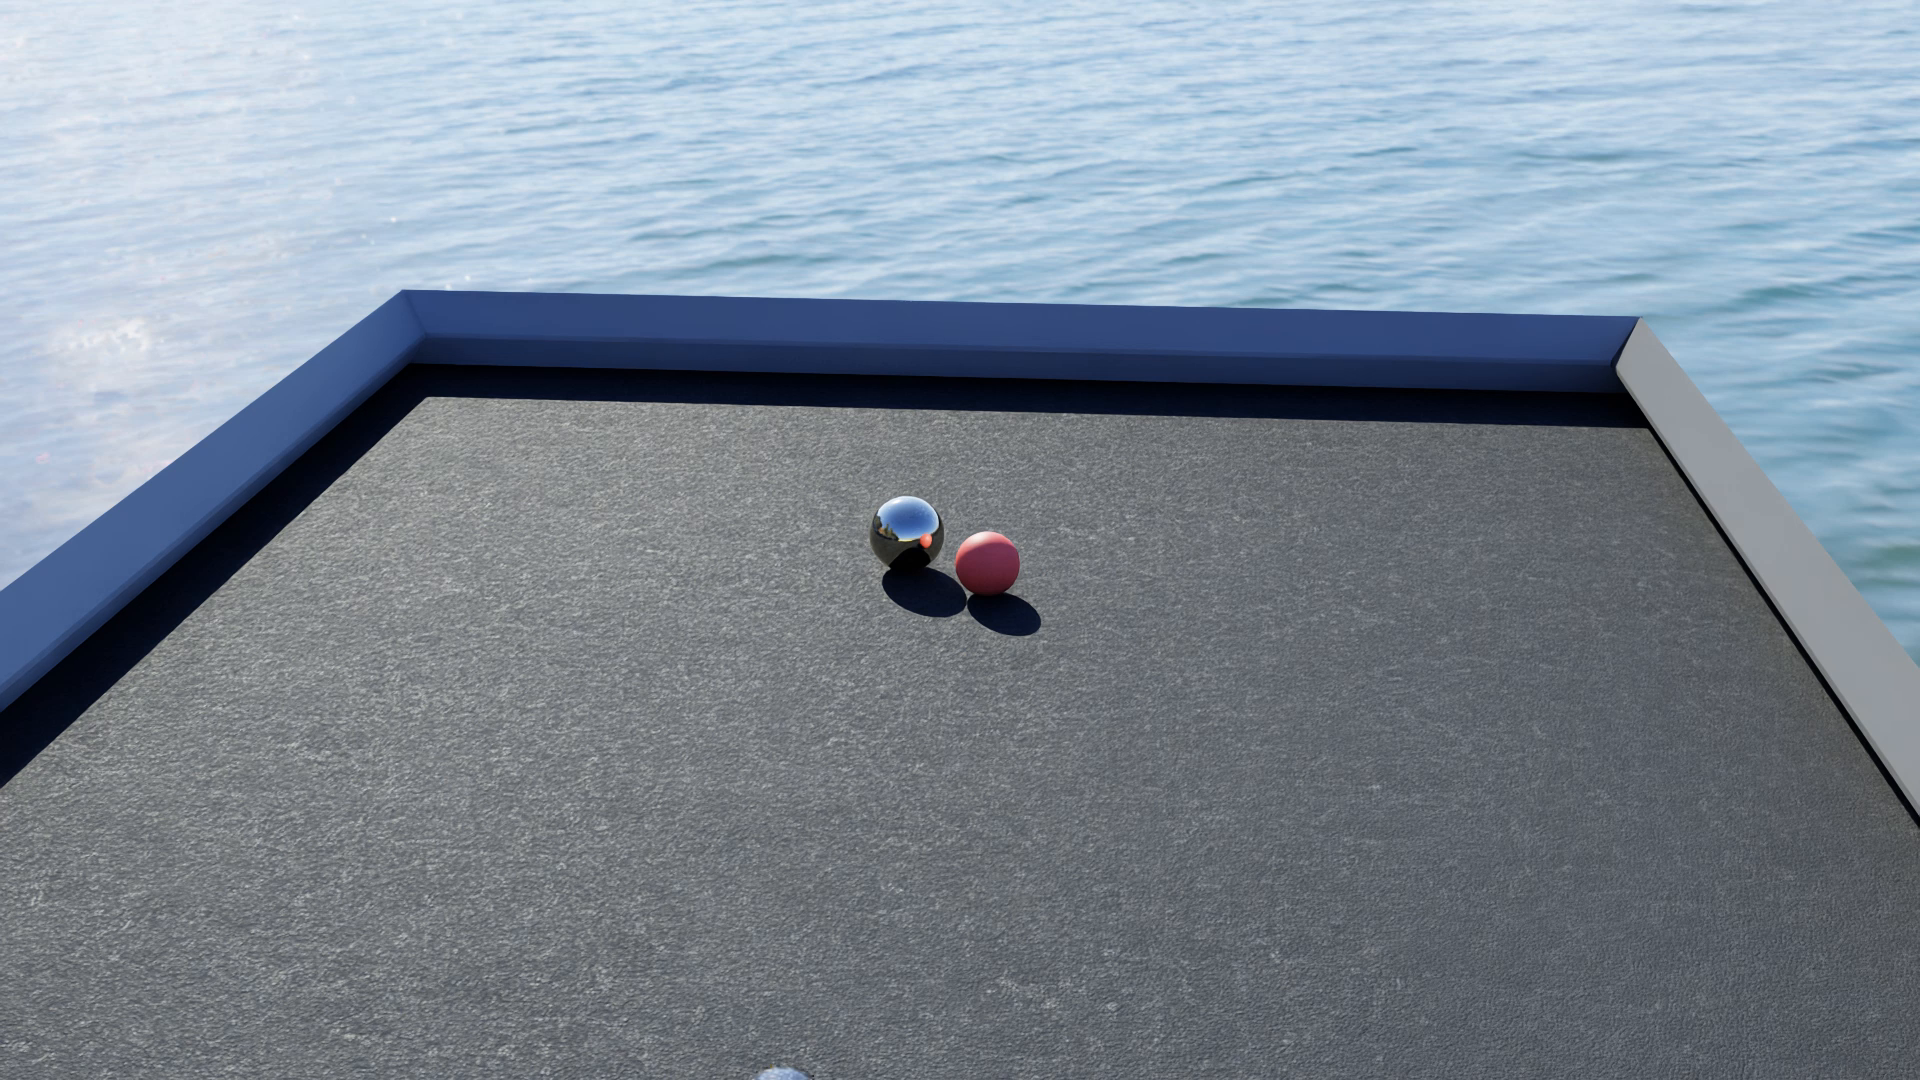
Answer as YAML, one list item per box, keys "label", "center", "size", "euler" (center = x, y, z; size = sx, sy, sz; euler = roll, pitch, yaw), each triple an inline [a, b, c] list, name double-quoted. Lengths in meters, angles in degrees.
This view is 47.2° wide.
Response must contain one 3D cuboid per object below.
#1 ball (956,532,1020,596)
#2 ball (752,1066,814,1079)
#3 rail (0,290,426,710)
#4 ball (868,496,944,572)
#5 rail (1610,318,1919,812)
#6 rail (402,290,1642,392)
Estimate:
- label: "ball"
  center: [0.030, 0.026, 2.397]
  size: [0.071, 0.071, 0.071]
  euler: [0, 21, 0]
- label: "ball"
  center: [-0.118, 0.382, 1.459]
  size: [0.063, 0.063, 0.063]
  euler: [0, 21, 0]
- label: "rail"
  center: [-0.934, 0.230, 1.792]
  size: [0.045, 0.111, 3.126]
  euler: [2, 21, 5]
- label: "ball"
  center: [-0.060, -0.007, 2.465]
  size: [0.085, 0.085, 0.085]
  euler: [0, 21, 0]
- label: "rail"
  center: [0.797, 0.283, 1.650]
  size: [0.045, 0.111, 3.126]
  euler: [2, 21, 5]
- label: "rail"
  center: [0.066, -0.281, 3.157]
  size: [1.785, 0.111, 0.045]
  euler: [2, 21, 5]
